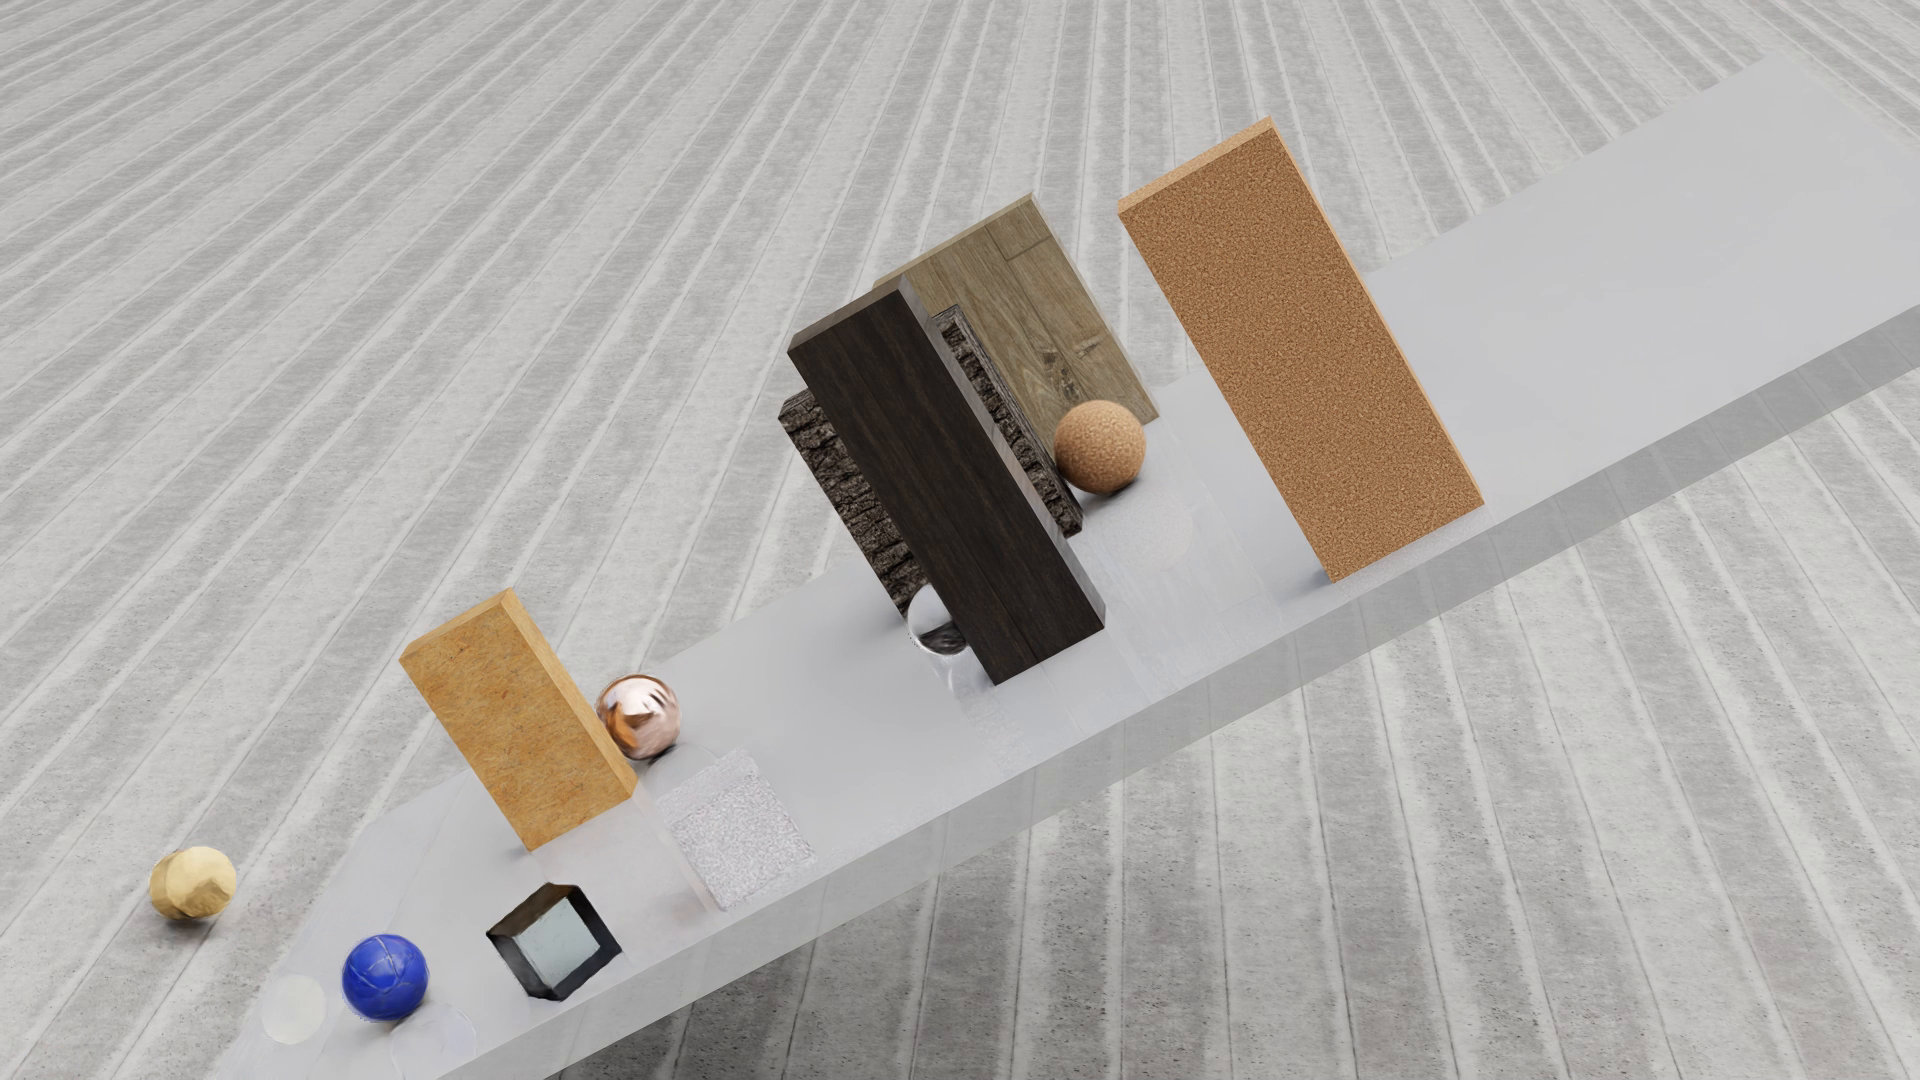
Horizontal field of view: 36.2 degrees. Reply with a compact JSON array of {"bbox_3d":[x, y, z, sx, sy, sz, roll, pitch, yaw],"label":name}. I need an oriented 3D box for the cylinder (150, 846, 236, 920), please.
[{"bbox_3d":[-1.888,0.847,7.237,0.173,0.173,0.173,-11,-4,-30],"label":"cylinder"}]

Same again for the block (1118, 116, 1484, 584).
[{"bbox_3d":[0.607,-0.332,5.221,0.306,0.782,0.110,-29,15,12],"label":"block"}]

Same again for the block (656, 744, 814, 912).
[{"bbox_3d":[-0.431,0.547,5.605,0.201,0.201,0.201,-33,15,-6],"label":"block"}]

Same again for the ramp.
[{"bbox_3d":[0.142,0.168,6.286,4.000,0.100,2.000,-29,15,12],"label":"ramp"}]

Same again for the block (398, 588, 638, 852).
[{"bbox_3d":[-0.979,0.401,6.547,0.274,0.529,0.105,-29,15,12],"label":"block"}]

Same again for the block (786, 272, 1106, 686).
[{"bbox_3d":[-0.020,-0.114,5.768,0.251,0.789,0.132,-29,15,12],"label":"block"}]

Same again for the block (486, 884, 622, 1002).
[{"bbox_3d":[-0.782,0.774,5.664,0.156,0.156,0.156,-40,16,-28],"label":"block"}]

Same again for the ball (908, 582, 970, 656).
[{"bbox_3d":[-0.029,0.161,6.130,0.162,0.162,0.162,0,19,0],"label":"ball"}]

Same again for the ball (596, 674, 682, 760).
[{"bbox_3d":[-0.734,0.404,6.702,0.197,0.197,0.197,0,19,0],"label":"ball"}]

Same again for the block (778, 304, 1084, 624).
[{"bbox_3d":[-0.061,-0.165,6.491,0.447,0.552,0.139,-29,15,12],"label":"block"}]

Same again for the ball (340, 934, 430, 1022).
[{"bbox_3d":[-1.177,0.896,6.025,0.178,0.178,0.178,0,19,0],"label":"ball"}]

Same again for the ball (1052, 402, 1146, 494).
[{"bbox_3d":[0.310,-0.206,6.557,0.208,0.208,0.208,0,19,0],"label":"ball"}]

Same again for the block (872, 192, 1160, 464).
[{"bbox_3d":[0.134,-0.450,6.932,0.432,0.602,0.081,-29,15,12],"label":"block"}]
